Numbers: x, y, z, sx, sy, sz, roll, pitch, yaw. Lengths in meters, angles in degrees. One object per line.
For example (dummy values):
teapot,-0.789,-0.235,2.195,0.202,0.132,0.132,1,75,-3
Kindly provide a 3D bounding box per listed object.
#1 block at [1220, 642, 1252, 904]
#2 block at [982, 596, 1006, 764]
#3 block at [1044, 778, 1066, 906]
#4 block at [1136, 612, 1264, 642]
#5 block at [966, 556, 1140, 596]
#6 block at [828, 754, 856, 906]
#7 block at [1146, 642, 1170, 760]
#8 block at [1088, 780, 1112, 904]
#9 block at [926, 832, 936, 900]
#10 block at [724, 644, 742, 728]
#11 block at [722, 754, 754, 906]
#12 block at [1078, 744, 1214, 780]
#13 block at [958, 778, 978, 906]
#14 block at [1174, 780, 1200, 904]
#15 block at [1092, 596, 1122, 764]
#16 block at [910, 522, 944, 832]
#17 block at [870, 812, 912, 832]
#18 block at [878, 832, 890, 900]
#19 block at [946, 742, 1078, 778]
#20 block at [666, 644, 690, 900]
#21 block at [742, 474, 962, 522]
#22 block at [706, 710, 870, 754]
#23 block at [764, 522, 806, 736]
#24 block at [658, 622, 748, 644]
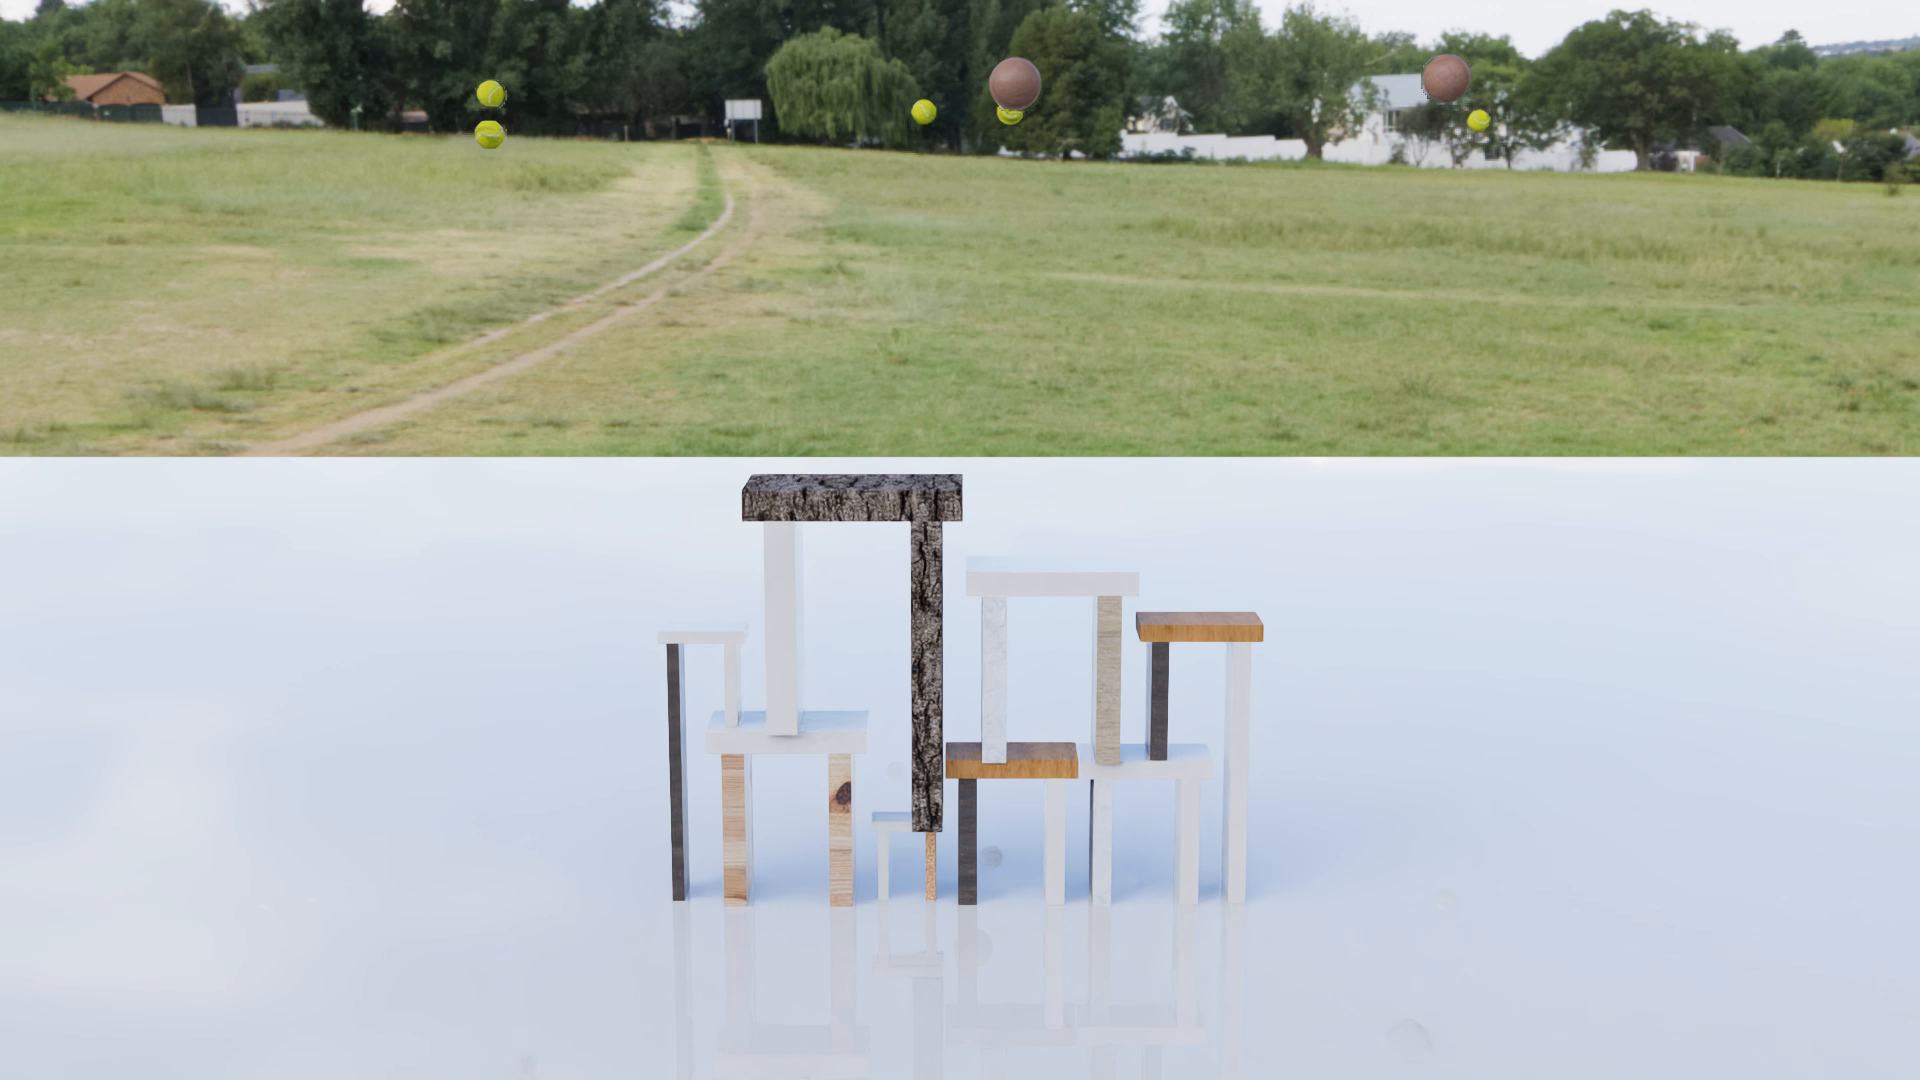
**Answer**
block,0.455,0.372,3.628,0.028,0.443,0.099,0,11,0
block,0.055,0.213,3.597,0.039,0.275,0.138,0,11,0
block,0.156,0.484,3.648,0.031,0.216,0.108,0,11,0
block,0.389,0.141,3.585,0.198,0.028,0.099,0,11,0
block,0.147,0.058,3.568,0.275,0.039,0.138,0,11,0
block,-0.195,0.462,3.647,0.037,0.260,0.130,0,11,0
block,0.323,0.252,3.606,0.028,0.198,0.099,0,11,0
block,0.233,0.485,3.649,0.030,0.214,0.107,0,11,0
block,-0.048,0.533,3.655,0.017,0.118,0.059,0,11,0
block,-0.372,0.230,3.601,0.020,0.140,0.070,0,11,0
block,-0.368,0.462,3.647,0.037,0.260,0.130,0,11,0
block,0.304,0.365,3.627,0.214,0.030,0.107,0,11,0
block,0.012,0.484,3.648,0.031,0.216,0.108,0,11,0
block,0.376,0.485,3.649,0.030,0.214,0.107,0,11,0
block,0.239,0.214,3.597,0.039,0.277,0.138,0,11,0
block,-0.053,0.206,3.600,0.049,0.511,0.174,0,11,0
block,-0.087,0.466,3.643,0.118,0.017,0.059,0,11,0
block,-0.127,0.533,3.656,0.017,0.118,0.059,0,10,0
block,0.084,0.363,3.626,0.216,0.031,0.108,0,11,0
block,-0.465,0.376,3.629,0.020,0.436,0.070,0,11,0
block,-0.169,-0.069,3.549,0.348,0.049,0.174,0,11,0
block,-0.282,0.316,3.620,0.260,0.037,0.130,0,11,0
block,-0.286,0.126,3.585,0.049,0.348,0.174,0,11,0
block,-0.418,0.151,3.587,0.140,0.020,0.070,0,11,0
